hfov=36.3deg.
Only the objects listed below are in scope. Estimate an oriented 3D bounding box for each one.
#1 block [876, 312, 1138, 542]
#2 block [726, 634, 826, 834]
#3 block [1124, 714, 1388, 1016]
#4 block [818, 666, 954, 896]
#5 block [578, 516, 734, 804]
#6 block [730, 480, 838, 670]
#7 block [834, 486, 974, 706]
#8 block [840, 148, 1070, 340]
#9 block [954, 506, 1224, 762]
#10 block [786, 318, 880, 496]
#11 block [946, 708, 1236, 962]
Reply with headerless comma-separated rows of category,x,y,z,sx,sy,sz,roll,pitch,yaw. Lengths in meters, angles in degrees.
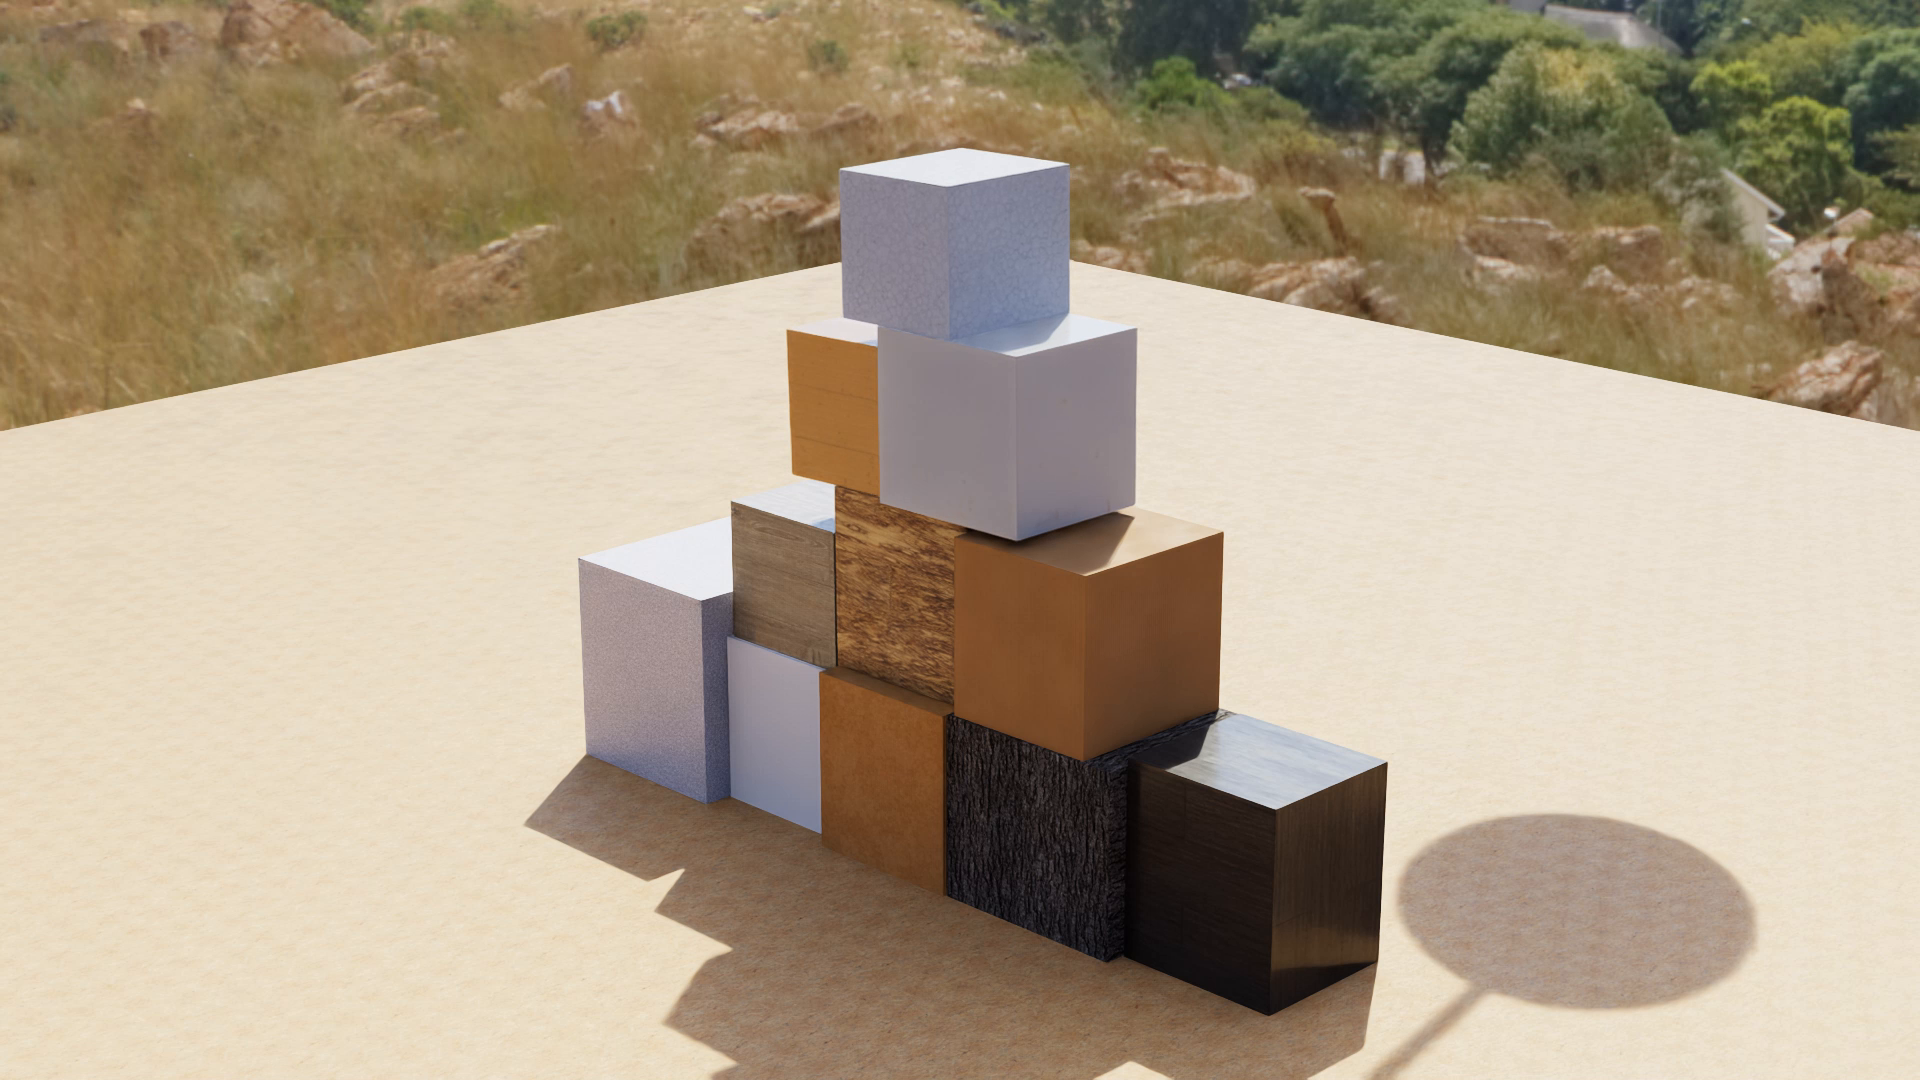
block,0.208,-0.546,12.925,0.760,0.806,0.847,-17,23,-42
block,-0.589,0.859,14.225,0.753,0.831,0.751,-17,24,-42
block,1.253,1.362,12.474,0.740,0.921,0.802,-17,24,-42
block,-0.032,1.009,13.685,0.937,0.868,0.811,-17,24,-42
block,-1.197,0.576,14.771,1.042,1.045,0.945,-17,24,-42
block,-0.592,0.143,13.982,0.681,0.682,0.721,-17,24,-42
block,-0.017,0.178,13.426,0.845,0.867,0.718,16,24,43
block,-0.019,-1.318,12.940,0.756,0.664,0.671,-17,23,-42
block,0.563,0.369,12.872,0.889,0.828,0.775,-17,24,-42
block,-0.327,-0.644,13.460,0.654,0.686,0.639,-17,22,-42
block,0.612,1.196,13.081,0.921,0.875,0.973,-17,24,-42
